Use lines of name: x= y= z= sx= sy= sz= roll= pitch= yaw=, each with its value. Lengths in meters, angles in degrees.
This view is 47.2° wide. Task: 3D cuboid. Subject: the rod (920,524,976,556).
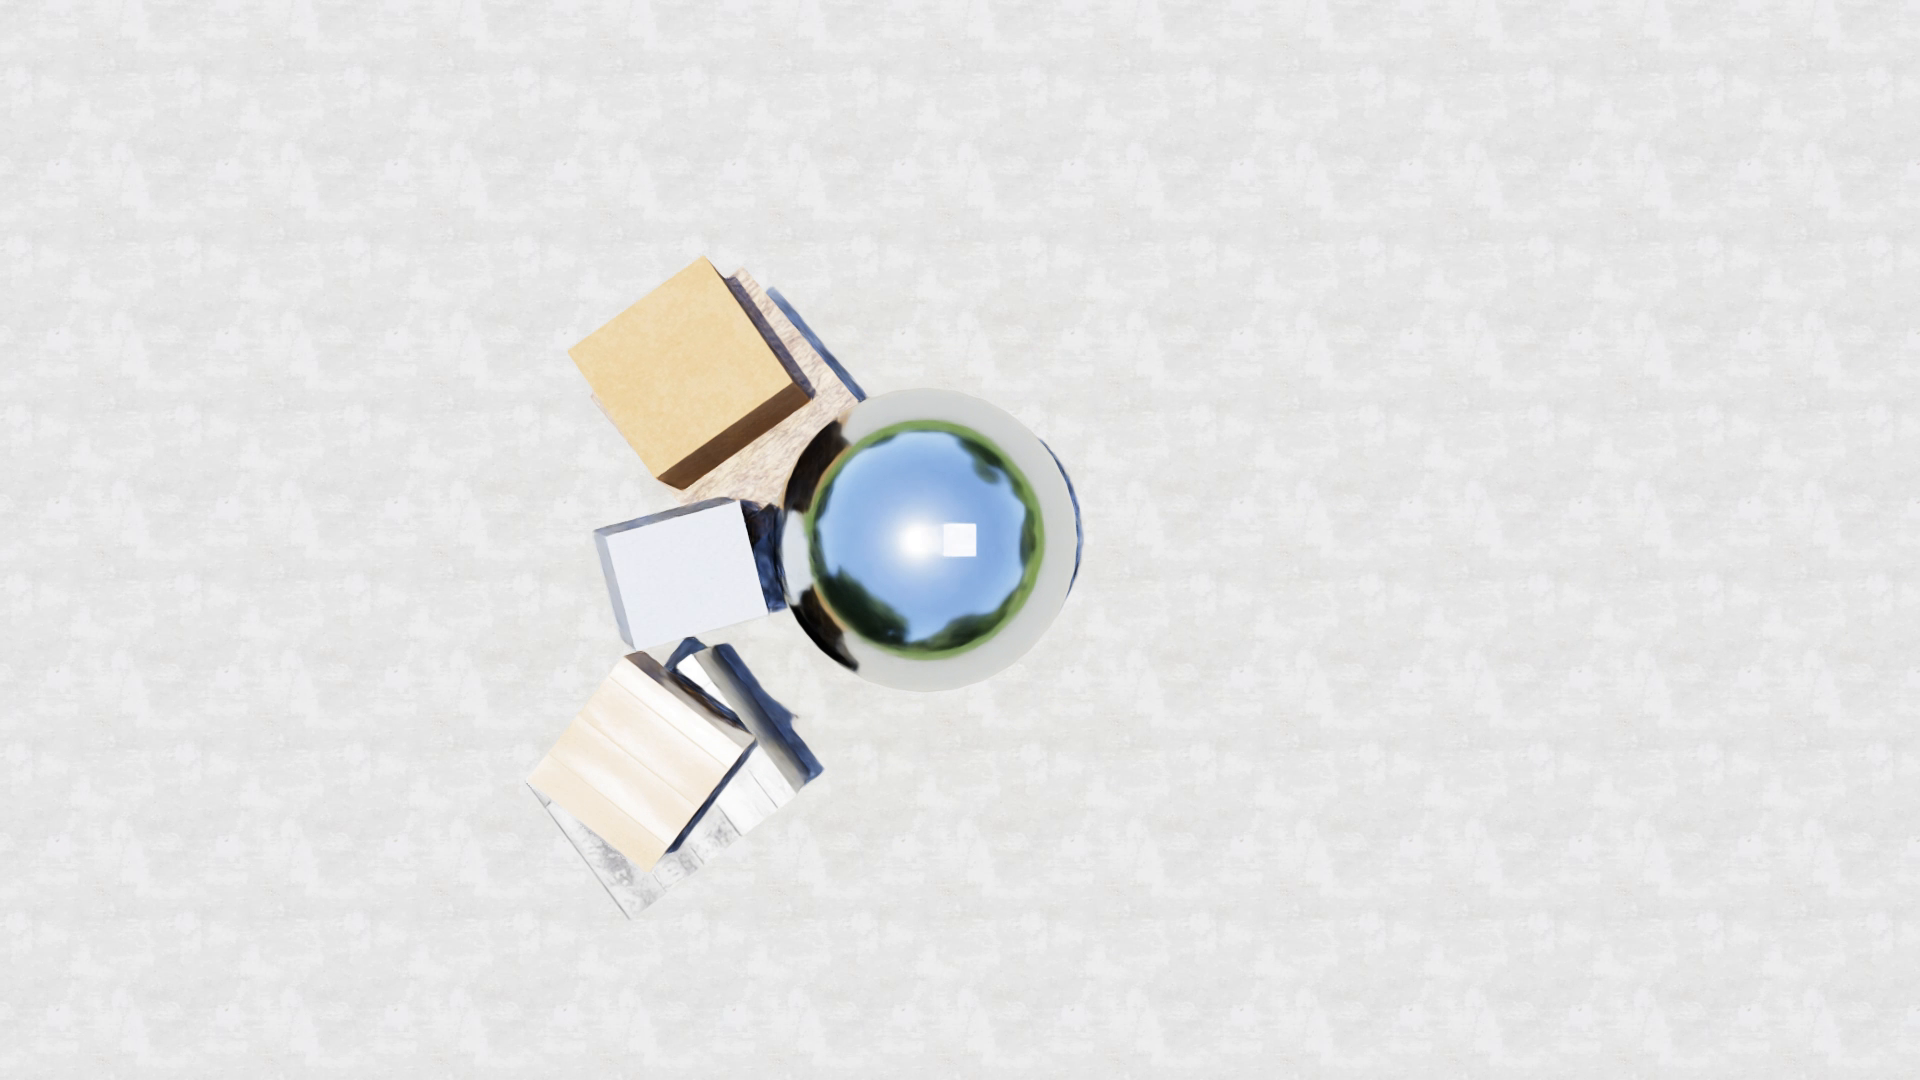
rod: x=-0.080 y=0.000 z=8.125 sx=0.080 sy=5.200 sz=0.080 roll=0 pitch=90 yaw=-2

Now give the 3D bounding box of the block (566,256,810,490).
block: x=-1.402 y=-0.856 z=11.534 sx=0.853 sy=0.816 sz=0.796 roll=-35 pitch=86 yaw=0

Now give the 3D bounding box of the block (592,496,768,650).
block: x=-1.475 y=0.165 z=11.531 sx=0.704 sy=0.612 sz=0.605 roll=-16 pitch=97 yaw=-14

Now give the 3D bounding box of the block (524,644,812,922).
block: x=-1.617 y=1.339 z=12.434 sx=1.135 sy=1.131 sz=0.947 roll=-37 pitch=90 yaw=0

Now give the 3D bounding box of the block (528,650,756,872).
block: x=-1.653 y=1.145 z=11.531 sx=0.779 sy=0.676 sz=0.795 roll=38 pitch=90 yaw=0

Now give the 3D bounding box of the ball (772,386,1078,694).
ball: x=-0.184 y=0.000 z=11.524 sx=1.600 sy=1.600 sz=1.600 roll=0 pitch=90 yaw=0

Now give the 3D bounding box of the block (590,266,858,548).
block: x=-1.231 y=-0.704 z=12.452 sx=1.099 sy=1.035 sz=1.082 roll=-40 pitch=87 yaw=0
